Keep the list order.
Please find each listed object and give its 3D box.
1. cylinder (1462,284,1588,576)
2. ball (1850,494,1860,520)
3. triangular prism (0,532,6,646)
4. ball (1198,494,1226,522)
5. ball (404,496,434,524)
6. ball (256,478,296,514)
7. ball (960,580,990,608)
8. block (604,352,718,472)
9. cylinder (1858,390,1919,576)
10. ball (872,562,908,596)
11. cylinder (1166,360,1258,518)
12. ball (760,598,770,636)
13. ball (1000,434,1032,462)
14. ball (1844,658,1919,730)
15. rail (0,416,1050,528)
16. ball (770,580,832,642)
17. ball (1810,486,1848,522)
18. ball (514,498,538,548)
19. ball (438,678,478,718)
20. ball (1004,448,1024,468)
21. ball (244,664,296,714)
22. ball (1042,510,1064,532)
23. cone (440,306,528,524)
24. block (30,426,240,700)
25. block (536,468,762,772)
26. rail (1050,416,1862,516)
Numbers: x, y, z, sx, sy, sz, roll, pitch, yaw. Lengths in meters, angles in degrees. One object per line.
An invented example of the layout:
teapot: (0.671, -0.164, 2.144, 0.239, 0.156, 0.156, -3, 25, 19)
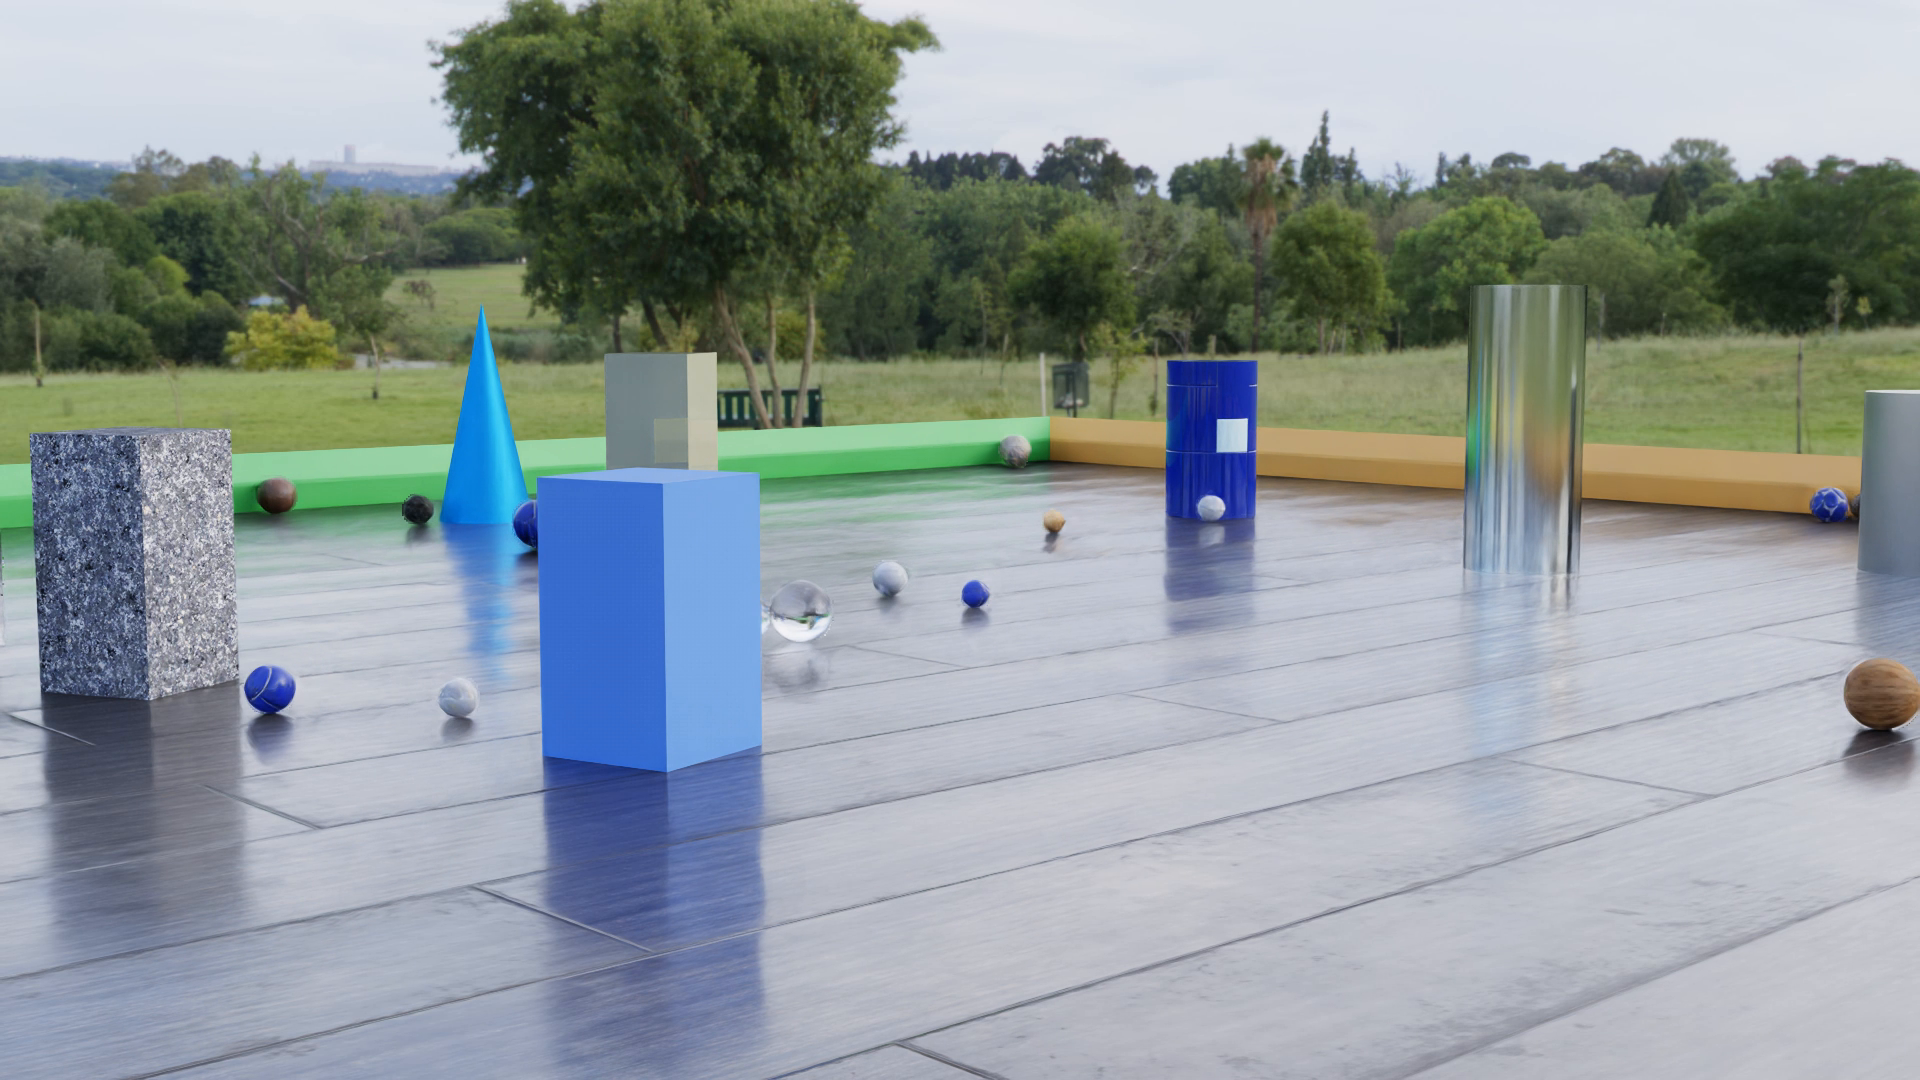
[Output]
cylinder: (0.970, -0.193, 3.780, 0.197, 0.486, 0.197, 0, 6, 0)
ball: (1.926, -0.071, 4.684, 0.056, 0.056, 0.056, 0, 6, 0)
triangular prism: (-1.335, -0.063, 2.872, 0.148, 0.417, 0.170, -3, 7, -30)
ball: (0.530, -0.066, 4.635, 0.057, 0.057, 0.057, 0, 6, 0)
ball: (-1.130, -0.063, 4.591, 0.060, 0.060, 0.060, 0, 6, 0)
ball: (-1.499, -0.098, 4.822, 0.081, 0.081, 0.081, 0, 6, 0)
ball: (0.023, 0.080, 3.301, 0.043, 0.043, 0.043, 0, 6, 0)
block: (-0.545, -0.159, 4.032, 0.157, 0.367, 0.157, 1, 6, 13)
cylinder: (1.646, -0.100, 3.757, 0.197, 0.306, 0.197, 0, 6, 0)
ball: (-0.110, 0.060, 3.436, 0.054, 0.054, 0.054, 0, 6, 0)
cylinder: (0.547, -0.222, 4.785, 0.197, 0.335, 0.197, 0, 6, 0)
ball: (-0.290, 0.103, 2.951, 0.069, 0.069, 0.069, 0, 6, 0)
ball: (0.161, -0.258, 6.312, 0.089, 0.089, 0.089, 0, 6, 0)
ball: (0.981, 0.164, 2.341, 0.076, 0.076, 0.076, 0, 6, 0)
rail: (-1.474, -0.133, 4.920, 4.782, 0.128, 0.045, -5, 8, -42)
ball: (-0.214, 0.095, 2.959, 0.084, 0.084, 0.084, 0, 6, 0)
ball: (1.826, -0.074, 4.620, 0.076, 0.076, 0.076, 0, 6, 0)
ball: (-0.794, -0.032, 4.137, 0.092, 0.092, 0.092, 0, 6, 0)
ball: (-0.550, 0.173, 2.412, 0.043, 0.043, 0.043, 0, 6, 0)
ball: (0.153, -0.232, 6.203, 0.060, 0.060, 0.060, 0, 6, 0)
ball: (-0.765, 0.165, 2.438, 0.054, 0.054, 0.054, 0, 6, 0)
ball: (0.189, -0.037, 4.419, 0.044, 0.044, 0.044, 0, 6, 0)
cone: (-1.010, -0.272, 4.668, 0.197, 0.460, 0.197, 0, 6, 0)
block: (-0.975, 0.022, 2.605, 0.157, 0.303, 0.157, 2, 6, 20)
block: (-0.311, 0.074, 2.219, 0.157, 0.280, 0.157, 3, 7, 30)
rail: (1.740, -0.134, 4.929, 0.045, 0.128, 4.394, -5, 8, -42)
